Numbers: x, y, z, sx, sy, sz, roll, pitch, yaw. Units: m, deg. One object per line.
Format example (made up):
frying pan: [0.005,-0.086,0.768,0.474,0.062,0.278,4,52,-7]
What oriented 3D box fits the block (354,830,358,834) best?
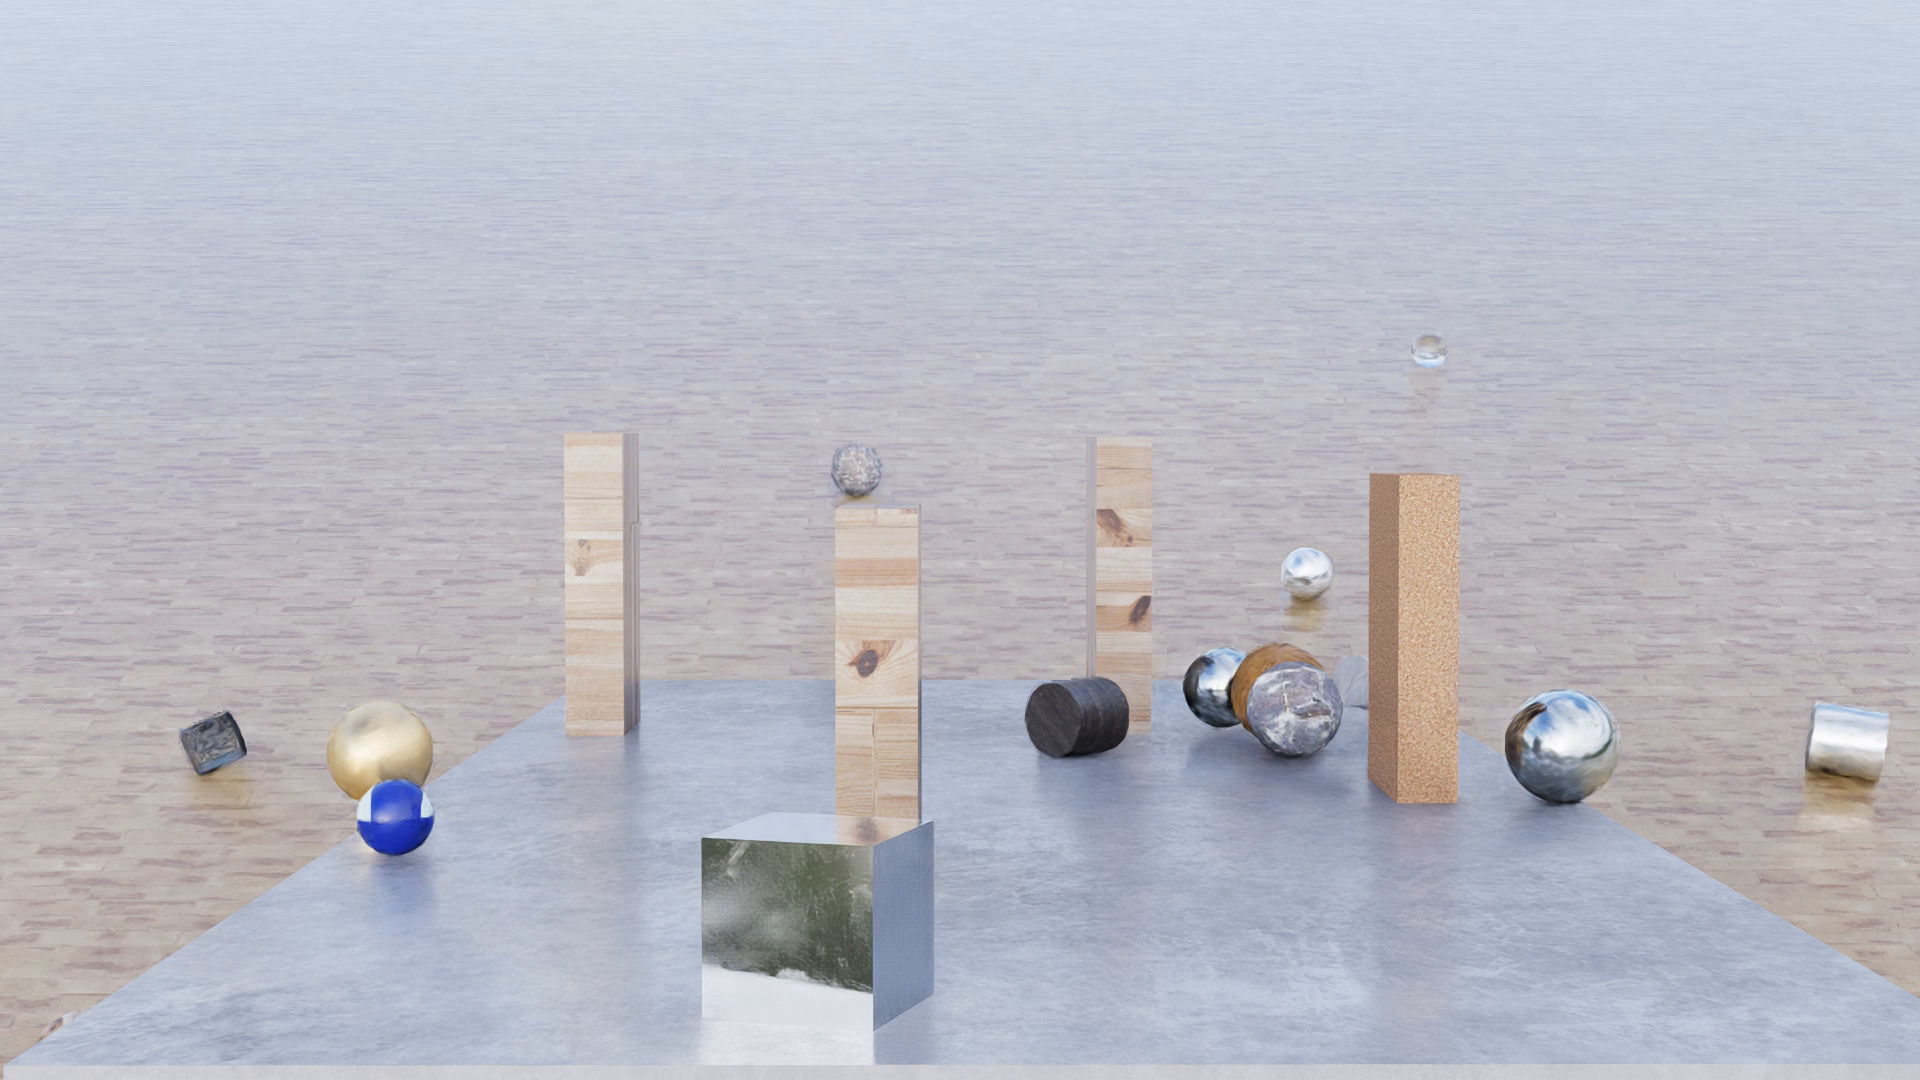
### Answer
block: [-1.259,0.691,5.724,0.143,0.143,0.143,-30,80,-40]

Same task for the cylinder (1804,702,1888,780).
cylinder: [2.150,0.488,6.244,0.167,0.167,0.167,9,25,14]

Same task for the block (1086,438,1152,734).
block: [0.340,0.087,5.536,0.115,0.616,0.415,0,2,0]

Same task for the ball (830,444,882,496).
ball: [-0.316,-0.215,7.891,0.160,0.160,0.160,0,23,0]

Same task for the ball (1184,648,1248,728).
ball: [0.553,0.310,5.404,0.169,0.169,0.169,0,23,0]

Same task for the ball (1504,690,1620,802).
ball: [1.017,0.348,4.349,0.191,0.191,0.191,0,23,0]

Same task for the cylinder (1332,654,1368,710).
cylinder: [0.882,0.308,5.542,0.114,0.114,0.114,9,12,-43]

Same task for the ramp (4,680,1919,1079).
ramp: [0.054,0.486,4.540,2.000,0.100,4.000,0,2,0]

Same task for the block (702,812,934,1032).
block: [-0.152,0.410,2.799,0.194,0.194,0.194,1,2,18]

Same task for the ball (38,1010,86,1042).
ball: [-1.394,0.818,4.086,0.141,0.141,0.141,0,23,0]

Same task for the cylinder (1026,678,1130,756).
cylinder: [0.229,0.345,5.014,0.144,0.144,0.144,-2,18,-45]

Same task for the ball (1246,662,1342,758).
ball: [0.645,0.326,4.968,0.185,0.185,0.185,0,23,0]

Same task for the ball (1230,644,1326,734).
ball: [0.646,0.309,5.188,0.200,0.200,0.200,0,23,0]

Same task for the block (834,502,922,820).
block: [-0.114,0.209,3.726,0.113,0.520,0.406,0,2,0]

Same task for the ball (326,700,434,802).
ball: [-0.988,0.363,4.390,0.179,0.179,0.179,0,23,0]

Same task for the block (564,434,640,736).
block: [-0.755,0.087,5.448,0.119,0.625,0.282,0,2,0]

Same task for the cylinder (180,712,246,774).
cylinder: [-1.820,0.495,6.276,0.117,0.117,0.117,-24,32,-26]

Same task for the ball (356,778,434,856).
ball: [-0.835,0.410,3.809,0.113,0.113,0.113,0,23,0]

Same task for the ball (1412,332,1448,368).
ball: [1.636,-0.660,8.967,0.125,0.125,0.125,0,23,0]

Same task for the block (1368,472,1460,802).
block: [0.789,0.161,4.492,0.102,0.552,0.314,0,2,0]

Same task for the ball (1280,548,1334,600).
ball: [0.969,0.094,7.193,0.147,0.147,0.147,0,23,0]
